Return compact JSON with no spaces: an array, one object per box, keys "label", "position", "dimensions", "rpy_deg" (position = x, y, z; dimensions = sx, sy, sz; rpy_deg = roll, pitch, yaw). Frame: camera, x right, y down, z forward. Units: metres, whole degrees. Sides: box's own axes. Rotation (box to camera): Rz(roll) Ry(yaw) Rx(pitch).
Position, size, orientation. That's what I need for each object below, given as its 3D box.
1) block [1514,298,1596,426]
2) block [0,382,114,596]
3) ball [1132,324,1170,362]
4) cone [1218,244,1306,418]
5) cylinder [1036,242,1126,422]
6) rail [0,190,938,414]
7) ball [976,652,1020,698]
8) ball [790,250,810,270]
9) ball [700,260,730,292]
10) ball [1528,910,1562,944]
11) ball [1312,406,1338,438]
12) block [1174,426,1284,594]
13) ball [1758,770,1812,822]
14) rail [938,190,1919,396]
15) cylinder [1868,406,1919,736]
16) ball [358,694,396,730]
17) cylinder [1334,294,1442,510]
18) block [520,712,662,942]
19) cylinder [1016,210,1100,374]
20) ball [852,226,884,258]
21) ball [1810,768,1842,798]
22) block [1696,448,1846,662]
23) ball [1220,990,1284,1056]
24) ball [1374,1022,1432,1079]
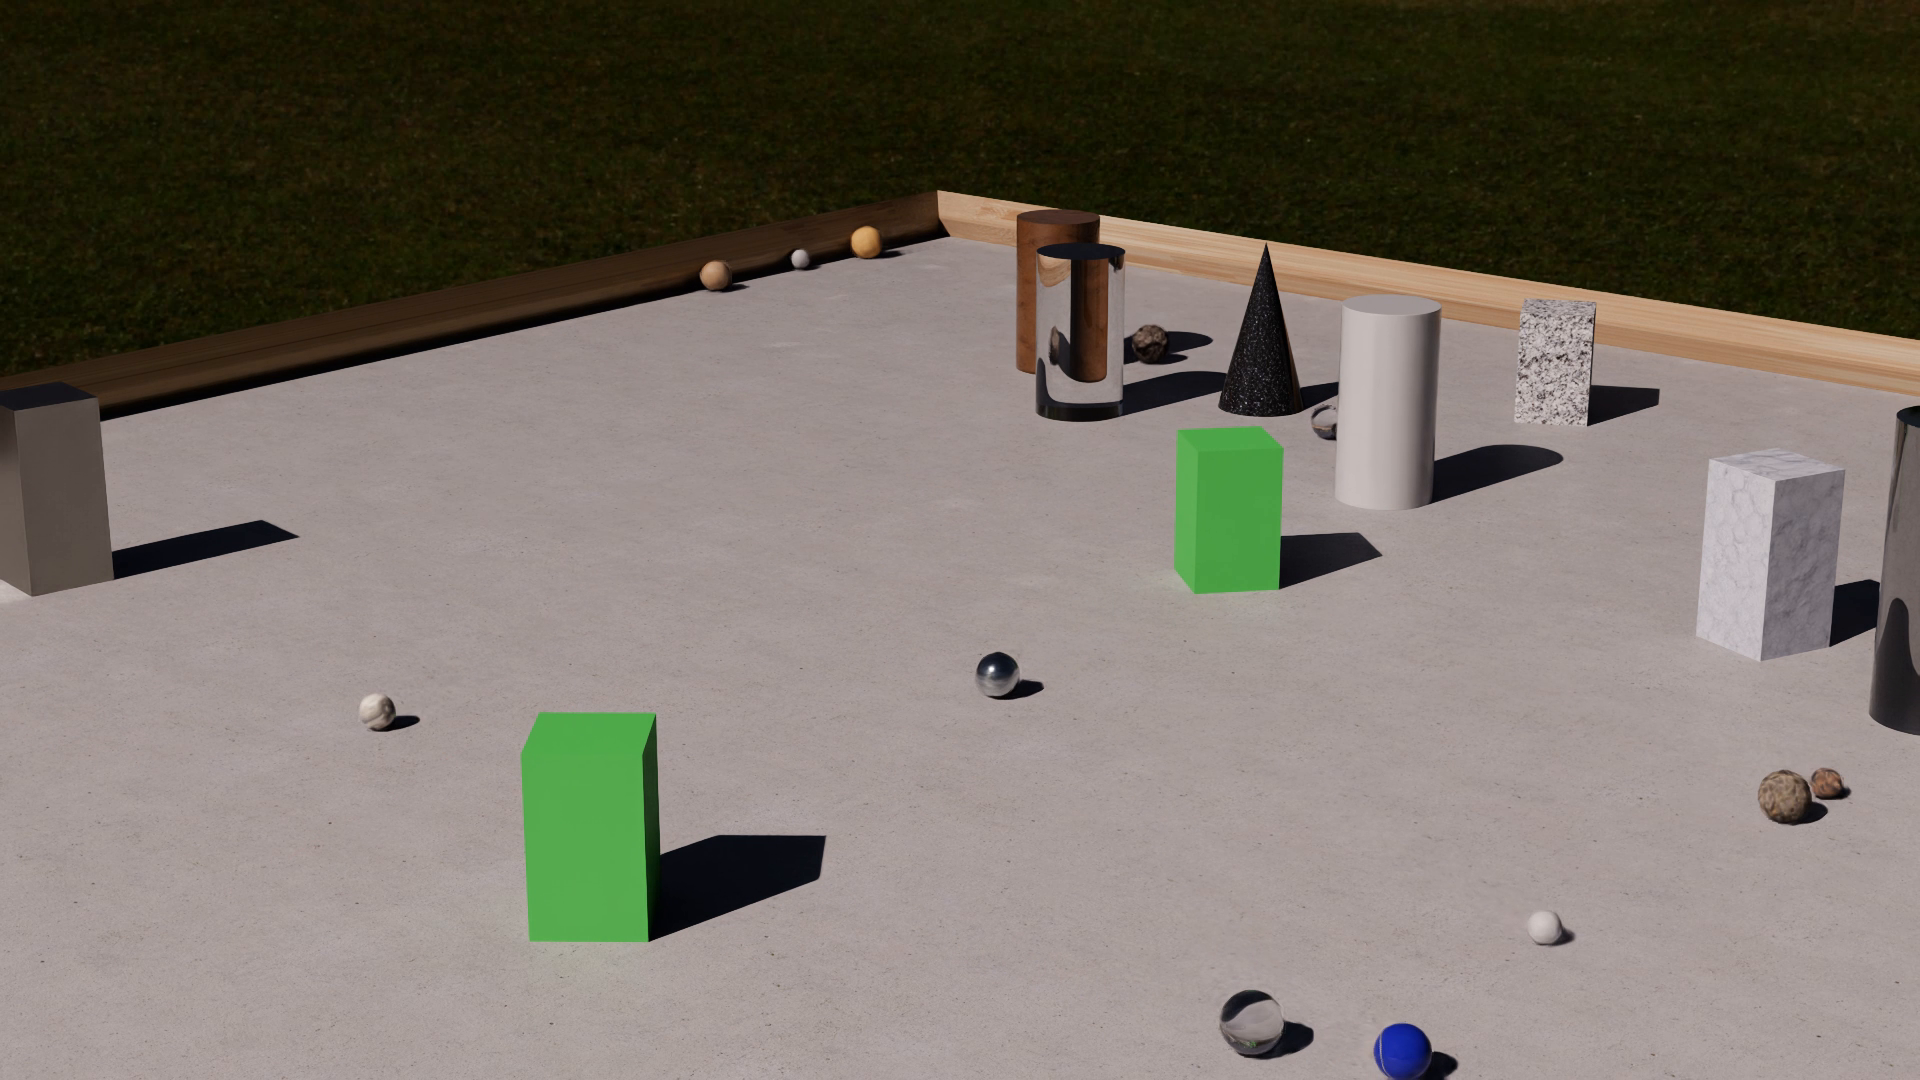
[{"label":"block","position":[1.278,-0.382,6.292],"dimensions":[0.152,0.239,0.152],"rpy_deg":[4,17,13]},{"label":"block","position":[-1.609,-0.092,5.165],"dimensions":[0.152,0.334,0.152],"rpy_deg":[-14,22,-38]},{"label":"ball","position":[0.441,-0.454,6.791],"dimensions":[0.088,0.088,0.088],"rpy_deg":[0,17,0]},{"label":"cone","position":[0.659,-0.467,6.355],"dimensions":[0.190,0.366,0.190],"rpy_deg":[0,17,0]},{"label":"cylinder","position":[0.259,-0.448,6.315],"dimensions":[0.190,0.352,0.190],"rpy_deg":[0,17,0]},{"label":"rail","position":[-1.660,-0.386,6.500],"dimensions":[0.045,0.123,4.923],"rpy_deg":[14,22,39]},{"label":"ball","position":[0.060,0.212,4.616],"dimensions":[0.071,0.071,0.071],"rpy_deg":[0,17,0]},{"label":"ball","position":[-0.426,-0.748,7.824],"dimensions":[0.053,0.053,0.053],"rpy_deg":[0,17,0]},{"label":"ball","position":[-0.631,-0.681,7.559],"dimensions":[0.078,0.078,0.078],"rpy_deg":[0,17,0]},{"label":"ball","position":[0.745,0.493,3.732],"dimensions":[0.045,0.045,0.045],"rpy_deg":[0,17,0]},{"label":"ball","position":[0.769,-0.247,6.144],"dimensions":[0.066,0.066,0.066],"rpy_deg":[0,17,0]},{"label":"block","position":[0.473,-0.054,5.173],"dimensions":[0.152,0.258,0.152],"rpy_deg":[-3,17,-9]},{"label":"ball","position":[1.159,0.360,4.123],"dimensions":[0.072,0.072,0.072],"rpy_deg":[0,17,0]},{"label":"rail","position":[1.598,-0.501,6.883],"dimensions":[4.443,0.123,0.045],"rpy_deg":[14,22,39]},{"label":"cylinder","position":[1.503,0.047,4.466],"dimensions":[0.190,0.474,0.190],"rpy_deg":[0,17,0]},{"label":"ball","position":[-0.890,0.262,4.478],"dimensions":[0.055,0.055,0.055],"rpy_deg":[0,17,0]},{"label":"cylinder","position":[0.826,-0.267,5.663],"dimensions":[0.190,0.383,0.190],"rpy_deg":[0,17,0]},{"label":"block","position":[-0.473,0.369,3.778],"dimensions":[0.152,0.255,0.152],"rpy_deg":[0,17,1]},{"label":"cylinder","position":[0.224,-0.567,6.713],"dimensions":[0.190,0.350,0.190],"rpy_deg":[0,17,0]},{"label":"ball","position":[-0.252,-0.809,7.965],"dimensions":[0.088,0.088,0.088],"rpy_deg":[0,17,0]},{"label":"ball","position":[1.243,0.349,4.209],"dimensions":[0.044,0.044,0.044],"rpy_deg":[0,17,0]},{"label":"block","position":[1.335,0.022,4.837],"dimensions":[0.152,0.306,0.152],"rpy_deg":[-9,19,-27]},{"label":"ball","position":[0.342,0.565,3.436],"dimensions":[0.076,0.076,0.076],"rpy_deg":[0,17,0]},{"label":"ball","position":[0.510,0.589,3.373],"dimensions":[0.067,0.067,0.067],"rpy_deg":[0,17,0]}]
